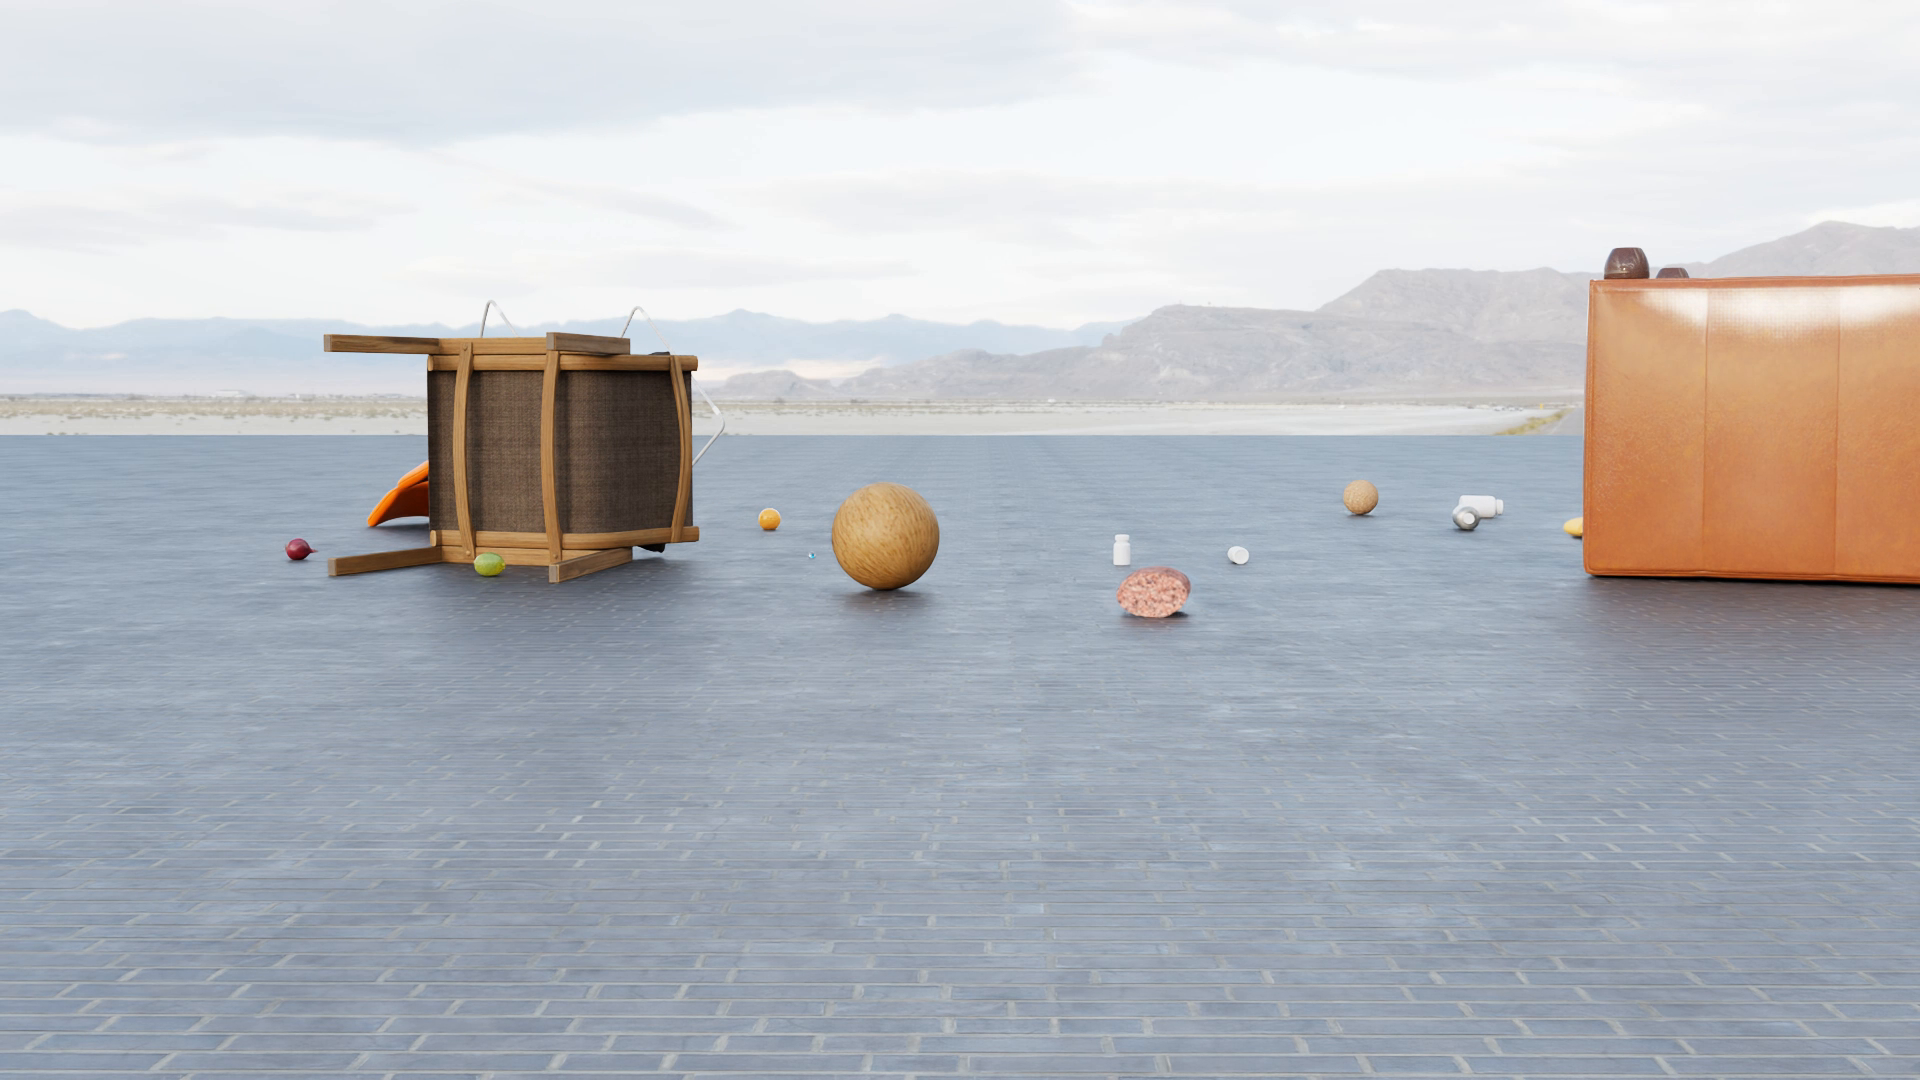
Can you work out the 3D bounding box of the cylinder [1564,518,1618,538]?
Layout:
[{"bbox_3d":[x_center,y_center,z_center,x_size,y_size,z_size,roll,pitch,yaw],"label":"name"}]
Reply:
[{"bbox_3d":[1.911,-0.037,6.665,0.130,0.058,0.092,-2,4,-12],"label":"cylinder"}]

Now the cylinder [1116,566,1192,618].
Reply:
[{"bbox_3d":[0.390,0.103,4.405,0.138,0.088,0.163,-1,4,9],"label":"cylinder"}]

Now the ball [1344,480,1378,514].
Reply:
[{"bbox_3d":[1.434,-0.154,7.867,0.126,0.126,0.126,0,4,0],"label":"ball"}]

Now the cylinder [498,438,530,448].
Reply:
[{"bbox_3d":[-3.407,-0.741,16.812,0.176,0.072,0.192,-3,7,-35],"label":"cylinder"}]

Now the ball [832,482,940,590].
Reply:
[{"bbox_3d":[-0.166,-0.009,4.913,0.242,0.242,0.242,0,4,0],"label":"ball"}]
